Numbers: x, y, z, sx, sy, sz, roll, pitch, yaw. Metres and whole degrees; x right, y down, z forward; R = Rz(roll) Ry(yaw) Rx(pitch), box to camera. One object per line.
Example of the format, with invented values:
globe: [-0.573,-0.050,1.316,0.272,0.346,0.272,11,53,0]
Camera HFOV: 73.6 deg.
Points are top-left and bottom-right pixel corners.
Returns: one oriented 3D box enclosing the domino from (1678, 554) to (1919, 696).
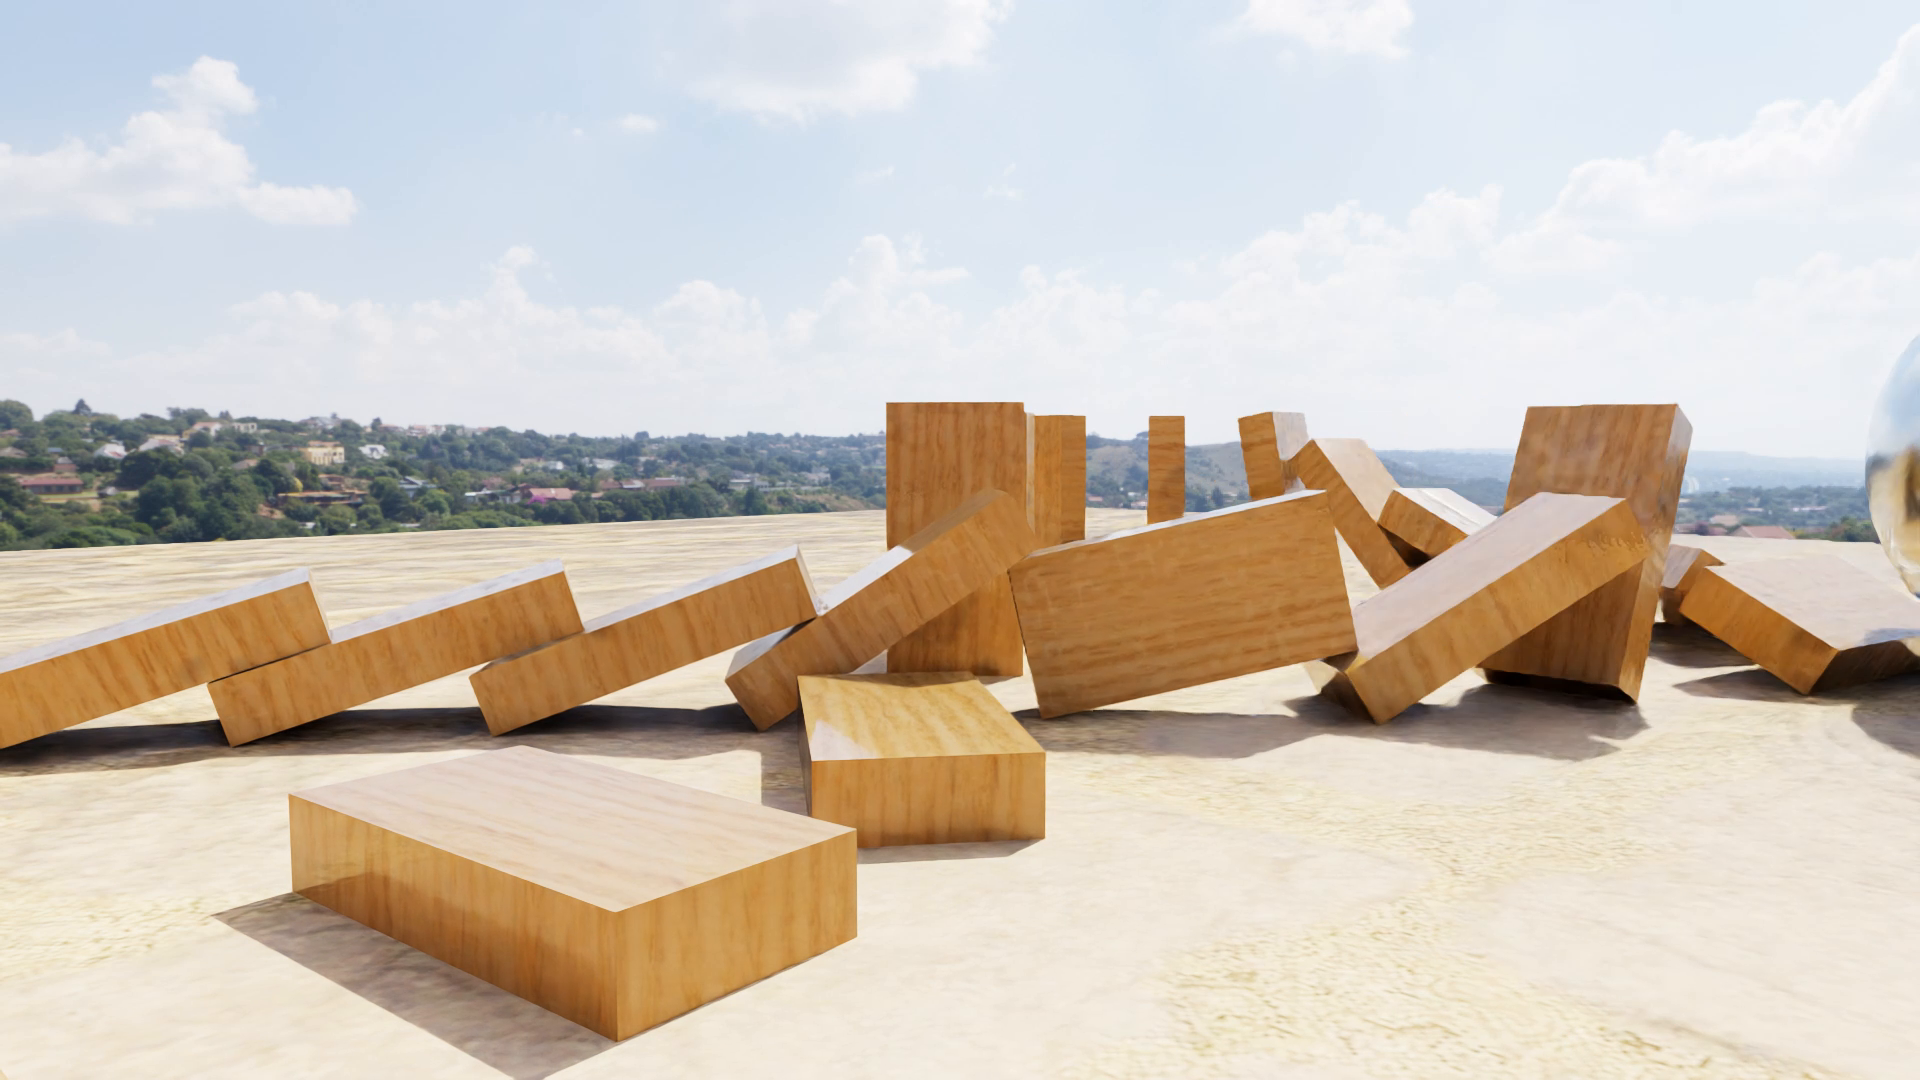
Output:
domino: [0.159,0.015,0.237,0.050,0.010,0.025,-3,34,-33]

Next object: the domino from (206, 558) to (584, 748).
domino: [-0.085,0.016,0.198,0.050,0.009,0.025,-19,10,-16]

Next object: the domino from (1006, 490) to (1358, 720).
domino: [0.034,0.010,0.201,0.050,0.025,0.009,-13,4,0]

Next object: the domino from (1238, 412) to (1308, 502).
domino: [0.087,-0.009,0.343,0.010,0.050,0.025,-10,-2,34]

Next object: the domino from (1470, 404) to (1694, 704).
domino: [0.107,0.001,0.222,0.025,0.050,0.010,5,-19,47]

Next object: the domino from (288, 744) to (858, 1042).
domino: [-0.036,0.029,0.116,0.050,0.010,0.025,3,5,38]

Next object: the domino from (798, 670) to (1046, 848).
domino: [-0.007,0.026,0.161,0.025,0.010,0.050,-1,4,-9]

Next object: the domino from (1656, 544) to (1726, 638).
domino: [0.158,0.011,0.281,0.025,0.009,0.050,33,6,2]

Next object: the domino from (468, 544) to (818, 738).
domino: [-0.047,0.015,0.200,0.050,0.010,0.025,-20,6,-4]

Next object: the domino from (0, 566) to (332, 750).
domino: [-0.119,0.017,0.185,0.050,0.010,0.025,-20,12,-24]

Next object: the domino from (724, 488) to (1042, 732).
domino: [-0.013,0.010,0.202,0.050,0.009,0.025,-34,7,-3]

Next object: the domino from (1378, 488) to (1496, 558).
domino: [0.128,0.004,0.307,0.025,0.010,0.050,-2,31,-39]

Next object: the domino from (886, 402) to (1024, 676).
domino: [-0.001,0.000,0.238,0.025,0.050,0.010,0,4,-1]

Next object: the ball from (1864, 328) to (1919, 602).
ball: [0.194,-0.013,0.206,0.080,0.080,0.080,0,4,0]

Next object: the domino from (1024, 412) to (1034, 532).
domino: [0.005,-0.006,0.313,0.025,0.050,0.009,1,4,14]

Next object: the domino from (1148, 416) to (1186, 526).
domino: [0.057,-0.009,0.355,0.009,0.050,0.025,1,4,8]

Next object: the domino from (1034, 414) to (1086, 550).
domino: [0.021,-0.008,0.346,0.009,0.050,0.025,-4,6,-42]

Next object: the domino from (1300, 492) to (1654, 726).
domino: [0.081,0.010,0.206,0.050,0.010,0.025,-32,6,-1]

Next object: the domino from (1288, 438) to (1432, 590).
domino: [0.108,-0.004,0.330,0.025,0.050,0.009,-4,-35,-43]

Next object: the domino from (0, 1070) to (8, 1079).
domino: [-0.072,0.025,0.071,0.050,0.009,0.025,4,-37,41]
